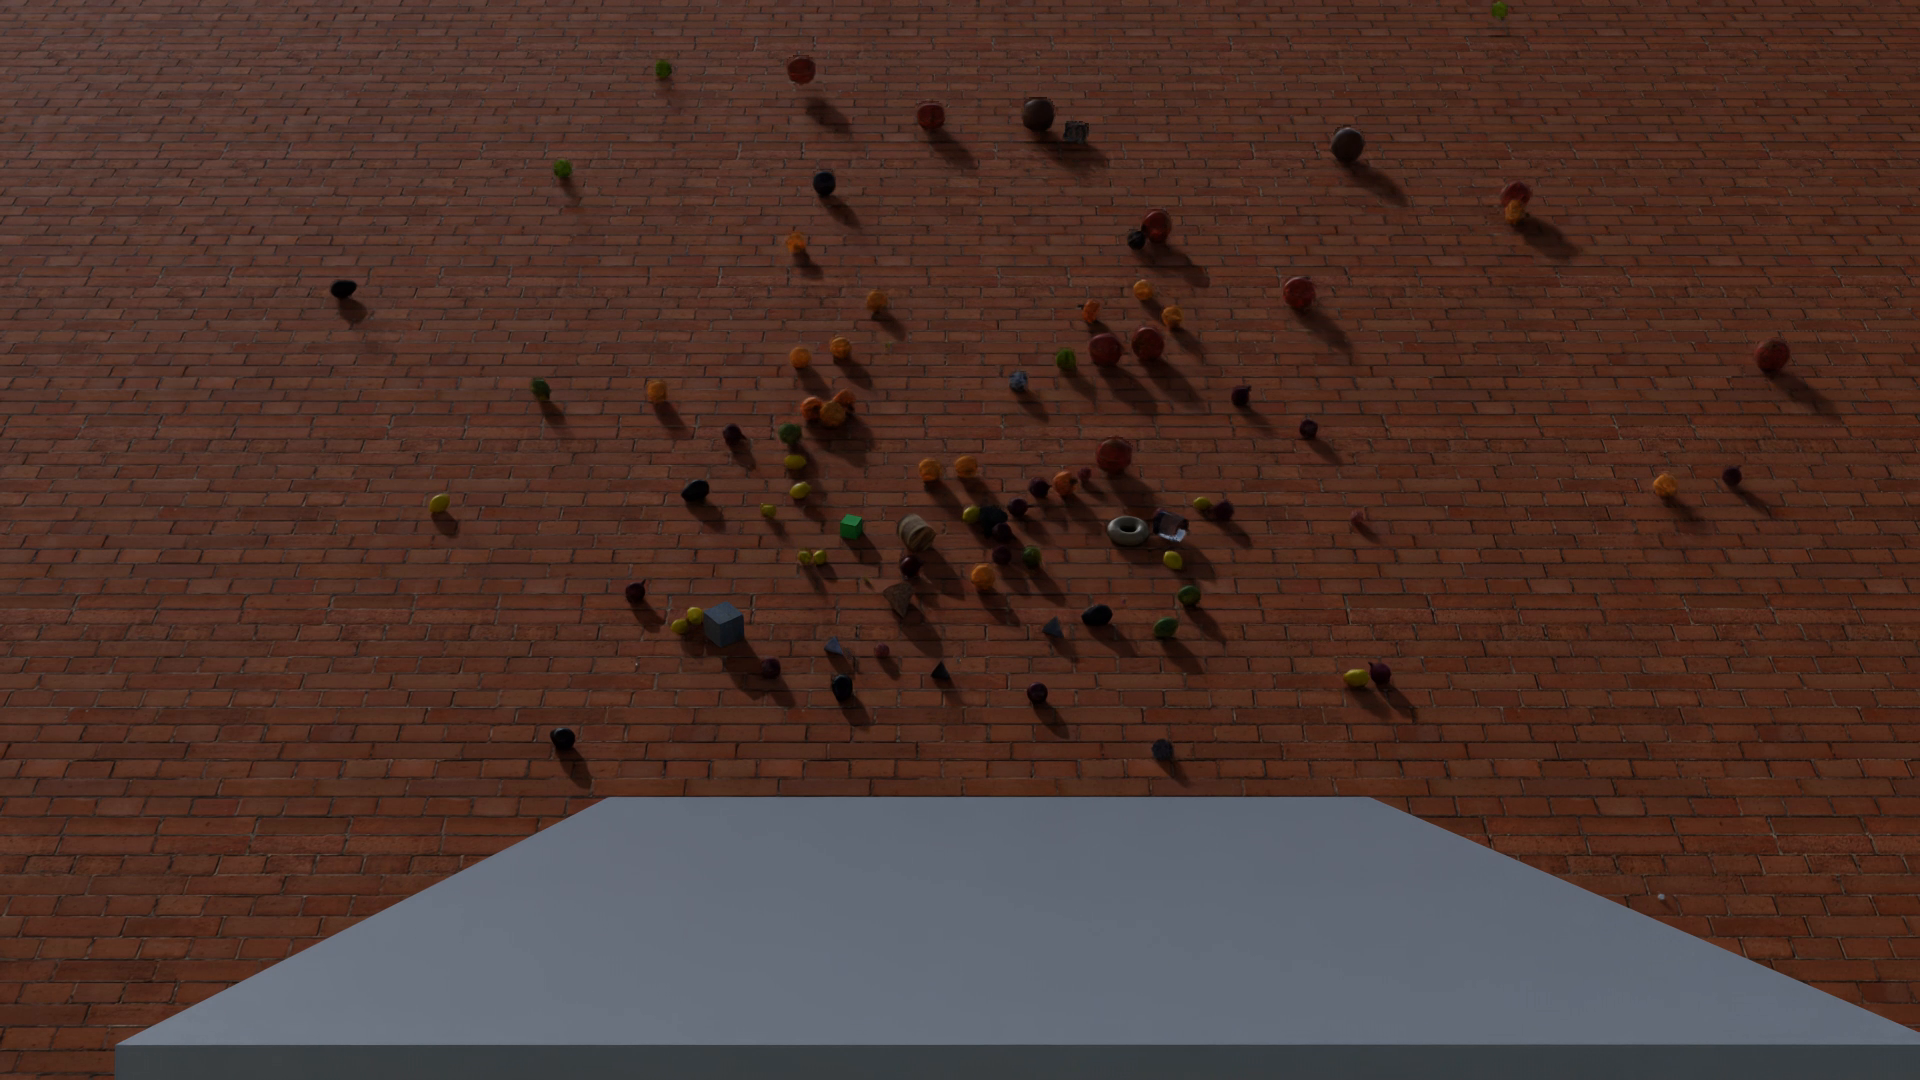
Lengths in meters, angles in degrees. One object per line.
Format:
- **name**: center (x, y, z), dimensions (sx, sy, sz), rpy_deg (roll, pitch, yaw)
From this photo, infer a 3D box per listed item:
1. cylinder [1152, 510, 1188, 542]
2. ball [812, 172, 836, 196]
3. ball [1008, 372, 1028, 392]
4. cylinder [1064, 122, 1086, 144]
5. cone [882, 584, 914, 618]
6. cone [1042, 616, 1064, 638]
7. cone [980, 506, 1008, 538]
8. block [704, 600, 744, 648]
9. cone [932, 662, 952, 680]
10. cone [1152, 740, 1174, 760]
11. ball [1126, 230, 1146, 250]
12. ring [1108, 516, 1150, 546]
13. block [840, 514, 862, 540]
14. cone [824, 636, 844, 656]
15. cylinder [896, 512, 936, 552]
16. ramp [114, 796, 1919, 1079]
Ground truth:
- **cylinder**: center (0.642, -0.041, 7.932), dimensions (0.077, 0.077, 0.077), rpy_deg (23, 41, 29)
- **ball**: center (-0.511, -1.344, 9.782), dimensions (0.091, 0.091, 0.091), rpy_deg (0, 35, 0)
- **ball**: center (0.194, -0.526, 8.635), dimensions (0.065, 0.065, 0.065), rpy_deg (0, 35, 0)
- **cylinder**: center (0.452, -1.592, 10.152), dimensions (0.072, 0.072, 0.072), rpy_deg (10, 36, 15)
- **cone**: center (-0.173, 0.192, 7.628), dimensions (0.095, 0.095, 0.095), rpy_deg (-7, 62, -10)
- **cone**: center (0.281, 0.263, 7.541), dimensions (0.059, 0.059, 0.059), rpy_deg (43, 48, 10)
- **cone**: center (0.093, -0.041, 7.963), dimensions (0.090, 0.090, 0.090), rpy_deg (11, 63, 15)
- **block**: center (-0.683, 0.244, 7.518), dimensions (0.083, 0.083, 0.083), rpy_deg (-25, 42, -31)
- **cone**: center (-0.046, 0.379, 7.377), dimensions (0.054, 0.054, 0.054), rpy_deg (36, 42, 3)
- **cone**: center (0.561, 0.569, 7.103), dimensions (0.059, 0.059, 0.059), rpy_deg (13, 10, 17)
- **ball**: center (0.641, -1.089, 9.437), dimensions (0.070, 0.070, 0.070), rpy_deg (0, 35, 0)
- **ring**: center (0.514, -0.027, 7.941), dimensions (0.130, 0.043, 0.130), rpy_deg (1, 36, -1)
- **block**: center (-0.333, -0.040, 7.953), dimensions (0.051, 0.051, 0.051), rpy_deg (13, 37, 17)
- **cone**: center (-0.354, 0.314, 7.470), dimensions (0.054, 0.054, 0.054), rpy_deg (42, 47, 10)
- **cylinder**: center (-0.135, -0.023, 7.898), dimensions (0.087, 0.087, 0.087), rpy_deg (-18, 39, -24)
- **ramp**: center (0.077, 0.664, 4.833), dimensions (2.000, 0.100, 4.000), rpy_deg (0, -2, 0)
